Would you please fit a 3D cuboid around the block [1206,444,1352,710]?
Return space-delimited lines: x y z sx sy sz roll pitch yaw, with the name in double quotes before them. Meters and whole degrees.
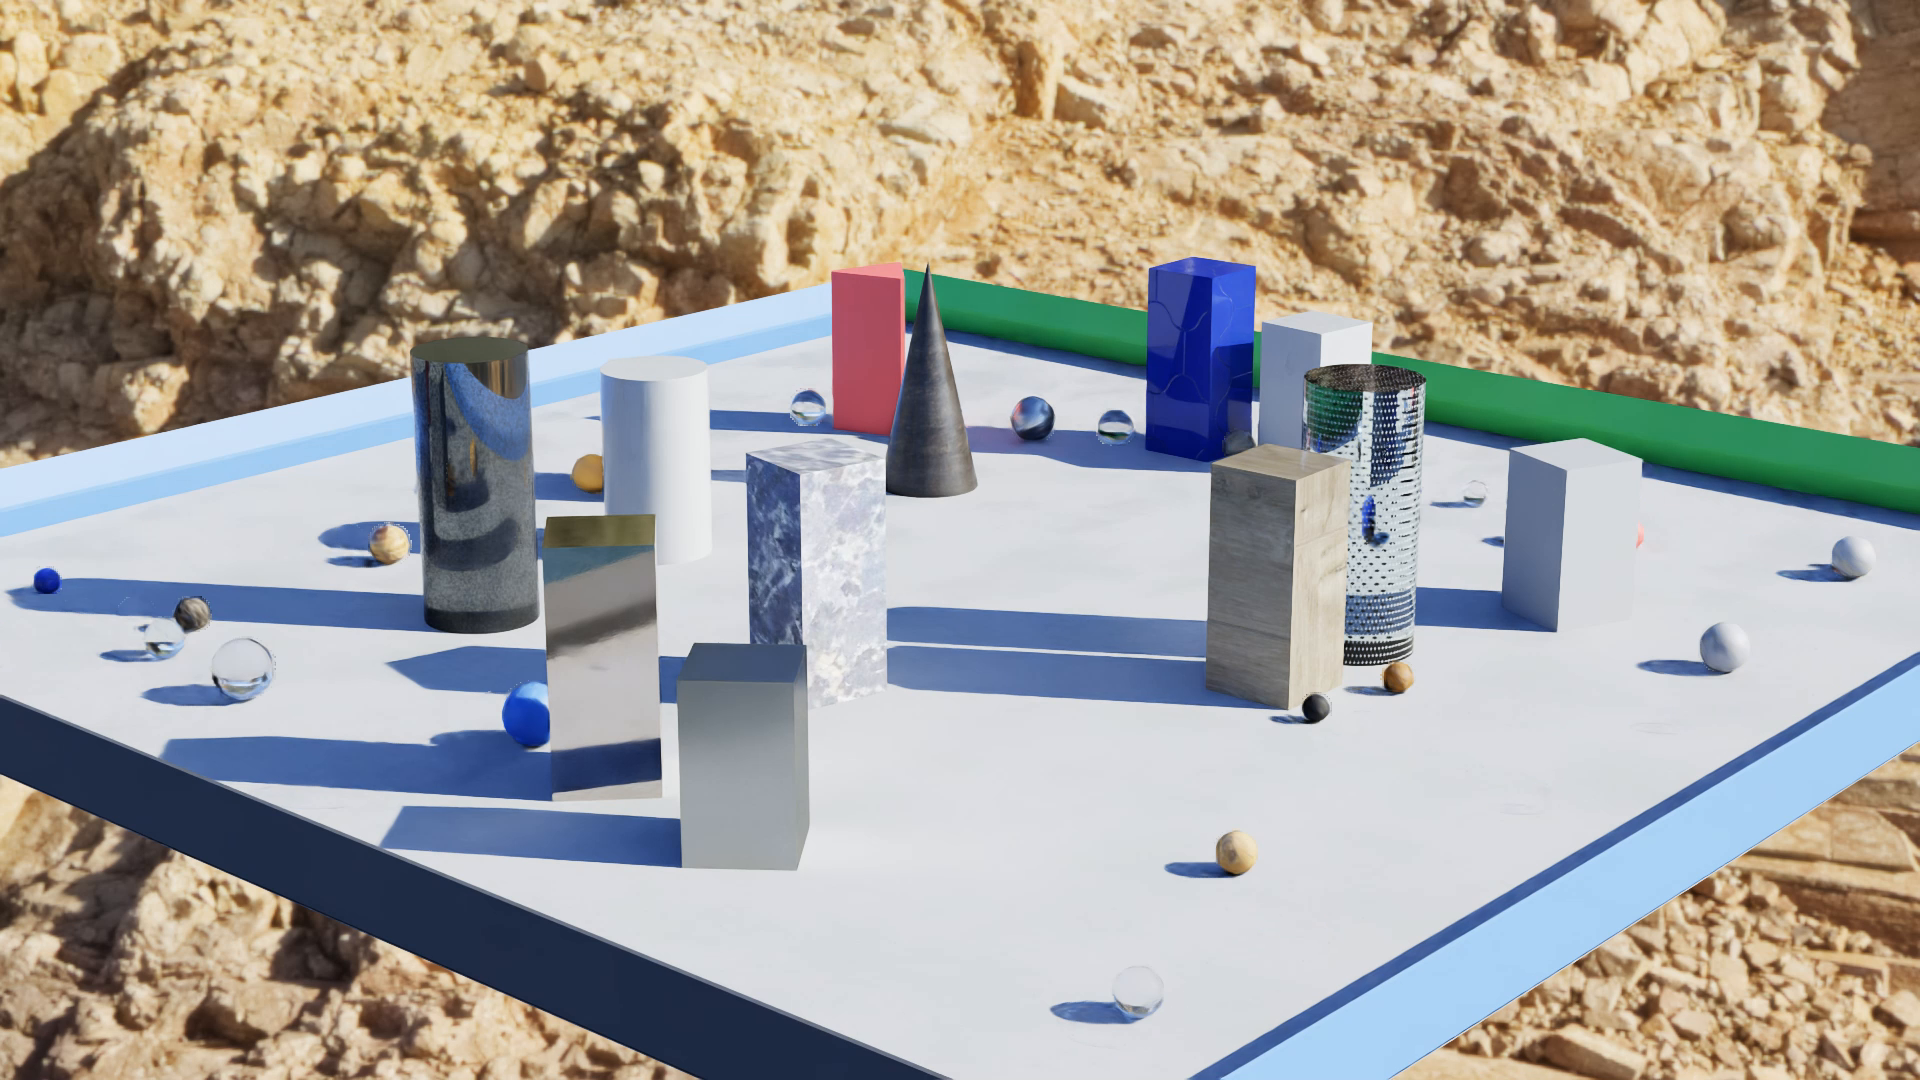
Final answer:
"block" 0.500 0.056 4.620 0.157 0.372 0.157 13 21 37

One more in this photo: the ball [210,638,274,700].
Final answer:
"ball" -1.127 0.203 4.608 0.098 0.098 0.098 0 17 0

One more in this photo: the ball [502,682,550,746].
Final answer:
"ball" -0.641 0.262 4.414 0.096 0.096 0.096 0 17 0

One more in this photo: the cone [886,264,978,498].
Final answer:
"cone" -0.062 -0.327 5.750 0.196 0.452 0.196 0 17 0

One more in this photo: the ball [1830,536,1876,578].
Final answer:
"ball" 1.590 0.030 5.218 0.076 0.076 0.076 0 17 0

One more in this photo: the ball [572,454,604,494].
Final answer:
"ball" -0.722 -0.130 5.748 0.077 0.077 0.077 0 17 0

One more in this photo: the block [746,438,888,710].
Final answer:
"block" -0.225 0.052 4.615 0.157 0.382 0.157 -12 20 -34

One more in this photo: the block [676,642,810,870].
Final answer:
"block" -0.294 0.294 4.006 0.157 0.270 0.157 1 17 3

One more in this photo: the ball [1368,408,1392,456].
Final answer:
"ball" 0.836 -0.220 6.011 0.098 0.098 0.098 0 17 0

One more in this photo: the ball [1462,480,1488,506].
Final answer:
"ball" 0.995 -0.090 5.660 0.050 0.050 0.050 0 17 0

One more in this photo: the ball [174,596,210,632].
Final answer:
"ball" -1.293 0.125 4.937 0.058 0.058 0.058 0 17 0

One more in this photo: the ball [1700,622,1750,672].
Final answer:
"ball" 1.236 0.173 4.738 0.080 0.080 0.080 0 17 0

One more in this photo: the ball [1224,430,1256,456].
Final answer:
"ball" 0.570 -0.191 5.974 0.064 0.064 0.064 0 17 0

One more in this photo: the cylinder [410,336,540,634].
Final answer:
"cylinder" -0.817 -0.093 4.950 0.196 0.467 0.196 0 17 0

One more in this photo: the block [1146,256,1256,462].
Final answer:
"block" 0.494 -0.373 6.024 0.157 0.382 0.157 13 21 37

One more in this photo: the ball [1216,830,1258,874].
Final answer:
"ball" 0.373 0.421 3.953 0.058 0.058 0.058 0 17 0

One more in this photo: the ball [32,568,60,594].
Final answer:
"ball" -1.599 0.072 5.132 0.046 0.046 0.046 0 17 0

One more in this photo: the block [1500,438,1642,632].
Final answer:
"block" 1.040 -0.010 4.992 0.157 0.283 0.157 -8 19 -25

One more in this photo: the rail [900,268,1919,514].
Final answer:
"rail" 1.020 -0.307 6.245 3.154 0.127 0.045 14 22 39

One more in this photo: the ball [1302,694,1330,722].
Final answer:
"ball" 0.548 0.259 4.517 0.042 0.042 0.042 0 17 0

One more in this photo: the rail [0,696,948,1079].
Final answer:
"rail" -1.020 0.371 3.995 3.154 0.127 0.045 14 22 39

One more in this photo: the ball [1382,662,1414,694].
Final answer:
"ball" 0.694 0.218 4.643 0.049 0.049 0.049 0 17 0

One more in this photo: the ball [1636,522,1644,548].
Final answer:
"ball" 1.226 -0.011 5.381 0.061 0.061 0.061 0 17 0

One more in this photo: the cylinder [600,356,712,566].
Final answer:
"cylinder" -0.553 -0.147 5.342 0.196 0.343 0.196 0 17 0

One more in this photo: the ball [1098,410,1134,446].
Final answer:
"ball" 0.323 -0.234 6.097 0.075 0.075 0.075 0 17 0

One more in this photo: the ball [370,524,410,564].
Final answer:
"ball" -1.032 0.008 5.301 0.071 0.071 0.071 0 17 0

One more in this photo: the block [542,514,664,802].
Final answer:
"block" -0.513 0.169 4.231 0.157 0.380 0.157 -1 17 -5

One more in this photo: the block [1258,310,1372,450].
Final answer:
"block" 0.717 -0.297 5.926 0.157 0.293 0.157 -15 22 -41

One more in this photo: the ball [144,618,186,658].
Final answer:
"ball" -1.303 0.161 4.801 0.066 0.066 0.066 0 17 0

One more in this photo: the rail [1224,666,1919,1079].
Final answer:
"rail" 1.173 0.326 4.145 0.045 0.127 3.160 14 22 39

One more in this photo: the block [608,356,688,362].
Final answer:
"block" -0.605 -0.217 5.734 0.157 0.251 0.157 -2 17 -7

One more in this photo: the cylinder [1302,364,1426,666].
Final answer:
"cylinder" 0.653 -0.042 4.797 0.196 0.458 0.196 0 17 0

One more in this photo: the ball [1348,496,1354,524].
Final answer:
"ball" 0.694 -0.060 5.494 0.090 0.090 0.090 0 17 0

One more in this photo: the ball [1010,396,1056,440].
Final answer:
"ball" 0.152 -0.254 6.130 0.093 0.093 0.093 0 17 0

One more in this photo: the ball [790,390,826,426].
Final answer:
"ball" -0.323 -0.282 6.241 0.075 0.075 0.075 0 17 0

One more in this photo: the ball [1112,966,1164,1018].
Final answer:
"ball" 0.215 0.545 3.535 0.063 0.063 0.063 0 17 0

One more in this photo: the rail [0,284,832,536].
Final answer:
"rail" -1.173 -0.262 6.095 0.045 0.127 3.160 14 22 39

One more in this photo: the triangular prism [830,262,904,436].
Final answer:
"triangular prism" -0.162 -0.408 6.215 0.170 0.340 0.147 8 19 25
